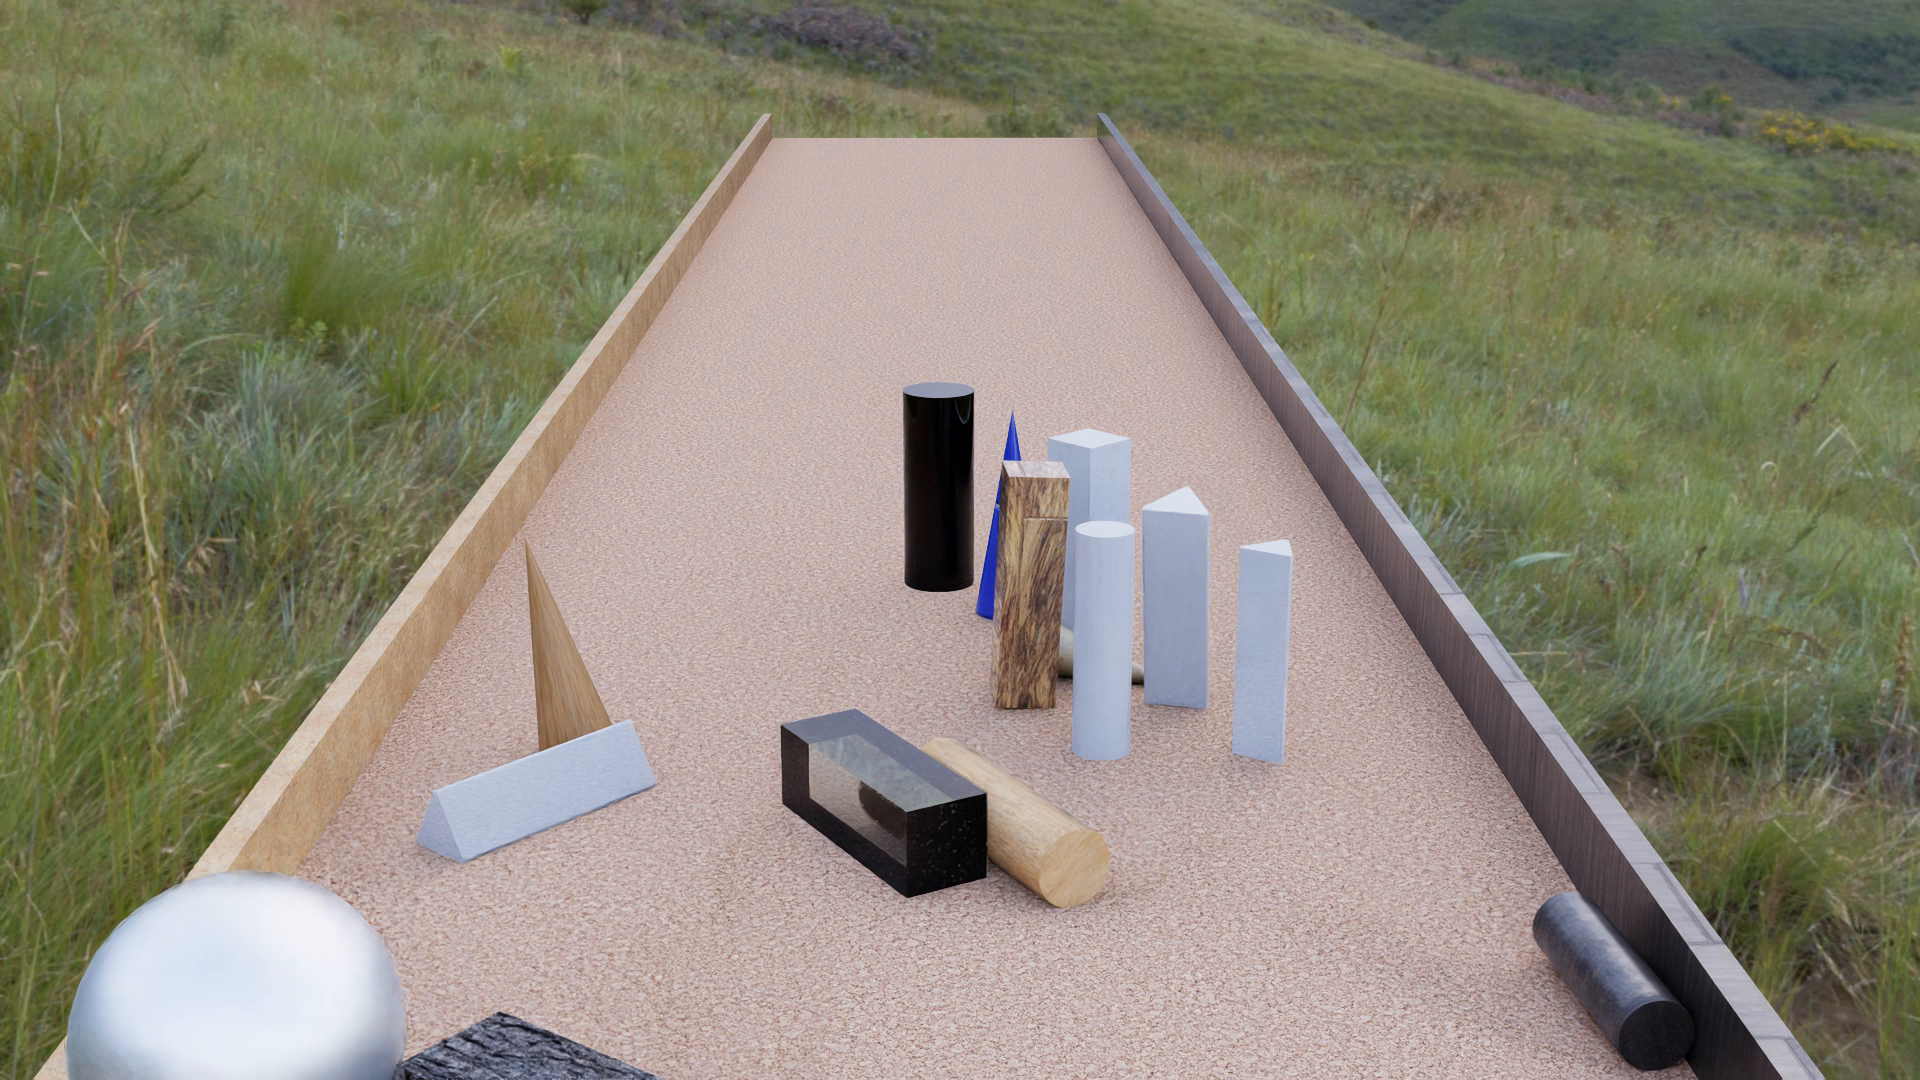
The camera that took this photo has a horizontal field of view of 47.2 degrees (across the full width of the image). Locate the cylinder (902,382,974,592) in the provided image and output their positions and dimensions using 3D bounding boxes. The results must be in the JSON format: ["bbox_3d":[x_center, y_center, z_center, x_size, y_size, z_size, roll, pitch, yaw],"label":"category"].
[{"bbox_3d":[-0.047,-0.117,4.853,0.157,0.438,0.157,0,17,0],"label":"cylinder"}]

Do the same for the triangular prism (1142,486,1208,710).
[{"bbox_3d":[0.415,0.108,4.117,0.122,0.411,0.105,6,28,16],"label":"triangular prism"}]

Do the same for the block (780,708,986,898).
[{"bbox_3d":[-0.130,0.419,3.565,0.144,0.144,0.425,-10,19,-30],"label":"block"}]

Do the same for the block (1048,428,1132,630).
[{"bbox_3d":[0.255,0.014,4.398,0.116,0.447,0.116,-15,22,-41],"label":"block"}]

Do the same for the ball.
[{"bbox_3d":[-0.849,0.583,2.598,0.382,0.382,0.382,0,17,0],"label":"ball"}]

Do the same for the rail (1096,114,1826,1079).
[{"bbox_3d":[0.932,-0.844,7.801,0.050,0.150,12.000,0,17,-1],"label":"rail"}]

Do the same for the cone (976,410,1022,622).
[{"bbox_3d":[0.110,-0.060,4.648,0.154,0.445,0.154,0,17,0],"label":"cone"}]

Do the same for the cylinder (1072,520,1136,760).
[{"bbox_3d":[0.253,0.179,3.899,0.104,0.414,0.104,0,17,0],"label":"cylinder"}]

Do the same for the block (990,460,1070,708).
[{"bbox_3d":[0.130,0.085,4.138,0.113,0.452,0.113,1,17,-6],"label":"block"}]

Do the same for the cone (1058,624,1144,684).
[{"bbox_3d":[0.291,0.246,4.299,0.305,0.117,0.117,16,20,13],"label":"cone"}]

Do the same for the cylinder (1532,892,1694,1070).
[{"bbox_3d":[0.893,0.601,3.025,0.103,0.103,0.324,-2,17,-5],"label":"cylinder"}]

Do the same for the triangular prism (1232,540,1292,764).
[{"bbox_3d":[0.553,0.194,3.898,0.100,0.385,0.086,11,20,32],"label":"triangular prism"}]

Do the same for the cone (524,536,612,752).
[{"bbox_3d":[-0.723,0.180,3.894,0.141,0.395,0.141,-11,14,3],"label":"cone"}]

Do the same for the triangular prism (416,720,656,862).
[{"bbox_3d":[-0.704,0.406,3.667,0.122,0.105,0.411,13,21,38],"label":"triangular prism"}]

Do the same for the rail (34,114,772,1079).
[{"bbox_3d":[-1.118,-0.838,7.780,0.050,0.150,12.000,0,17,-1],"label":"rail"}]

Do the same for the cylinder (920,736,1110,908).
[{"bbox_3d":[0.070,0.444,3.510,0.127,0.127,0.428,-9,19,-28],"label":"cylinder"}]

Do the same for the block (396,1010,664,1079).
[{"bbox_3d":[-0.492,0.702,2.581,0.302,0.163,0.163,12,20,34],"label":"block"}]
